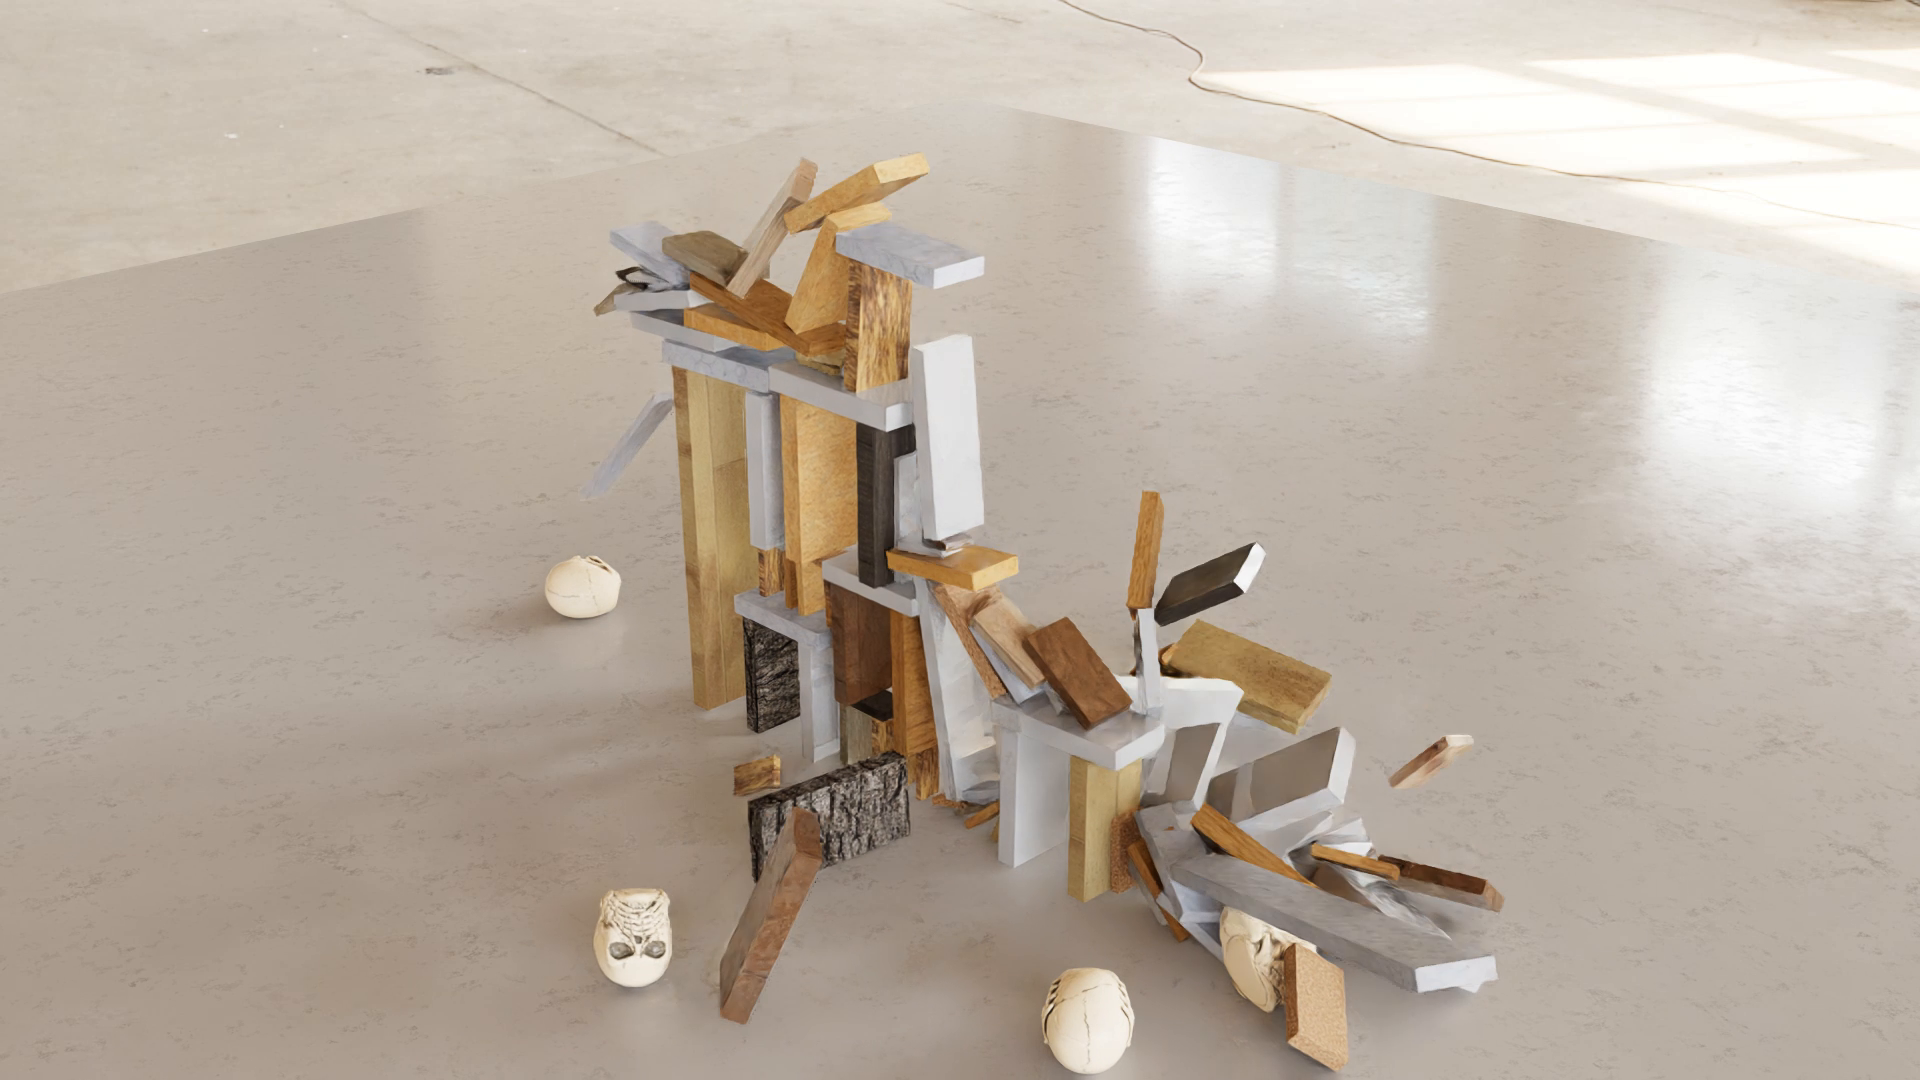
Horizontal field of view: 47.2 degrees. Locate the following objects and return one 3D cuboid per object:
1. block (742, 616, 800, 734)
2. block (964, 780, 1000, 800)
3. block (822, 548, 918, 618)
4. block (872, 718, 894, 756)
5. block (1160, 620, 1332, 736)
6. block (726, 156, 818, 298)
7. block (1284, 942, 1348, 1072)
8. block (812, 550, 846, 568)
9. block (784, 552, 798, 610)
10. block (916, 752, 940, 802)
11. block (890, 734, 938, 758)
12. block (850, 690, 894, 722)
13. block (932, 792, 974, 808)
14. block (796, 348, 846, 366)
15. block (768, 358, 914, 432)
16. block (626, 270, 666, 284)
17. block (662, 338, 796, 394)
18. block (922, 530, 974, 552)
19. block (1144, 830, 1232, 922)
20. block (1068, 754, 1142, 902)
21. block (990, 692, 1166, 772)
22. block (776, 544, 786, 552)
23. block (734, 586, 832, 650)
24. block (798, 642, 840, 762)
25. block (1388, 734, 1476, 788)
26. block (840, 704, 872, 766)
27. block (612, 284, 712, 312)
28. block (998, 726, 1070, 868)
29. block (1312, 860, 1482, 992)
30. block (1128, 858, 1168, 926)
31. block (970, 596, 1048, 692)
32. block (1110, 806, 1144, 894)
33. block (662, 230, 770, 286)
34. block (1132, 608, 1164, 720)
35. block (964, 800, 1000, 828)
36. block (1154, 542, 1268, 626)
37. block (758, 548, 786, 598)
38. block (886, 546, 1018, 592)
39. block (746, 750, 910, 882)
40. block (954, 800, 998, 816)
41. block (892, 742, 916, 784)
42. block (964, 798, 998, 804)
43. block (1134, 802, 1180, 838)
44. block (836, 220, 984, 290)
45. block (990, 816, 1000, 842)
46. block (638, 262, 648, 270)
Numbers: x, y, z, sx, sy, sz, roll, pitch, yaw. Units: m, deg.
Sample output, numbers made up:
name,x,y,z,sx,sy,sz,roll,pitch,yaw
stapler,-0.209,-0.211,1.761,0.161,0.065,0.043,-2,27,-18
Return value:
name,x,y,z,sx,sy,sz,roll,pitch,yaw
block,-0.402,0.272,4.773,0.135,0.270,0.038,-21,31,-41
block,0.069,0.491,4.343,0.062,0.017,0.123,-21,6,-40
block,-0.139,0.079,4.409,0.132,0.037,0.265,-21,31,-40
block,-0.147,0.424,4.569,0.021,0.149,0.075,21,31,41
block,0.624,0.297,4.807,0.334,0.047,0.167,23,45,25
block,-0.374,-0.621,4.377,0.039,0.275,0.137,28,41,-16
block,0.605,0.791,3.736,0.107,0.030,0.214,32,31,-14
block,-0.281,0.030,4.540,0.130,0.018,0.065,23,32,40
block,-0.339,0.075,4.630,0.018,0.128,0.064,21,31,41
block,-0.067,0.478,4.502,0.051,0.103,0.015,-21,31,-40
block,-0.090,0.414,4.502,0.051,0.015,0.103,-21,30,-40
block,-0.183,0.332,4.569,0.149,0.021,0.075,21,31,41
block,-0.009,0.525,4.461,0.047,0.013,0.095,-20,13,-38
block,-0.261,-0.367,4.350,0.114,0.016,0.057,13,26,31
block,-0.200,-0.298,4.319,0.338,0.048,0.169,22,31,40
block,-0.659,-0.562,4.684,0.100,0.014,0.050,10,27,41
block,-0.447,-0.379,4.558,0.336,0.048,0.168,19,29,41
block,-0.025,-0.005,4.242,0.058,0.017,0.117,-13,20,-22
block,0.415,0.612,4.008,0.099,0.028,0.197,4,39,-22
block,0.273,0.521,4.151,0.149,0.299,0.042,-20,30,-39
block,0.220,0.342,4.134,0.299,0.042,0.149,19,30,38
block,-0.370,-0.004,4.630,0.064,0.018,0.128,-21,31,-40
block,-0.339,0.155,4.654,0.135,0.038,0.270,-21,31,-41
block,-0.275,0.322,4.656,0.135,0.270,0.038,-21,31,-41
block,0.858,0.404,4.008,0.076,0.152,0.022,3,53,-41
block,-0.218,0.397,4.634,0.075,0.149,0.021,-21,31,-41
block,-0.606,-0.520,4.671,0.259,0.037,0.130,4,19,45
block,0.145,0.473,4.262,0.149,0.299,0.042,-21,32,-41
block,0.788,0.693,3.960,0.164,0.046,0.328,23,9,-29
block,0.381,0.656,4.125,0.076,0.022,0.153,-4,38,-24
block,0.111,0.194,4.143,0.090,0.025,0.179,-30,66,-33
block,0.321,0.588,4.178,0.076,0.153,0.022,-20,29,-39
block,-0.508,-0.588,4.576,0.116,0.033,0.231,-17,33,-36
block,0.357,0.246,4.183,0.030,0.104,0.209,-1,60,-3
block,0.065,0.539,4.369,0.062,0.017,0.123,-19,-13,-38
block,0.475,0.085,4.204,0.231,0.033,0.116,-26,22,48
block,-0.399,0.052,4.686,0.018,0.128,0.064,21,31,40
block,-0.016,0.042,4.245,0.121,0.034,0.241,-21,24,-39
block,-0.251,0.541,4.266,0.339,0.170,0.048,-17,24,-34
block,0.033,0.536,4.418,0.047,0.013,0.095,-21,0,-36
block,-0.116,0.459,4.548,0.051,0.103,0.015,-21,30,-41
block,0.037,0.511,4.408,0.047,0.013,0.095,-20,12,-35
block,0.388,0.576,4.135,0.076,0.153,0.022,-9,-19,-33
block,-0.095,-0.534,4.105,0.263,0.037,0.131,25,34,38
block,0.105,0.540,4.333,0.062,0.123,0.017,-20,54,-38
block,-0.658,-0.586,4.768,0.067,0.019,0.134,28,-7,4
